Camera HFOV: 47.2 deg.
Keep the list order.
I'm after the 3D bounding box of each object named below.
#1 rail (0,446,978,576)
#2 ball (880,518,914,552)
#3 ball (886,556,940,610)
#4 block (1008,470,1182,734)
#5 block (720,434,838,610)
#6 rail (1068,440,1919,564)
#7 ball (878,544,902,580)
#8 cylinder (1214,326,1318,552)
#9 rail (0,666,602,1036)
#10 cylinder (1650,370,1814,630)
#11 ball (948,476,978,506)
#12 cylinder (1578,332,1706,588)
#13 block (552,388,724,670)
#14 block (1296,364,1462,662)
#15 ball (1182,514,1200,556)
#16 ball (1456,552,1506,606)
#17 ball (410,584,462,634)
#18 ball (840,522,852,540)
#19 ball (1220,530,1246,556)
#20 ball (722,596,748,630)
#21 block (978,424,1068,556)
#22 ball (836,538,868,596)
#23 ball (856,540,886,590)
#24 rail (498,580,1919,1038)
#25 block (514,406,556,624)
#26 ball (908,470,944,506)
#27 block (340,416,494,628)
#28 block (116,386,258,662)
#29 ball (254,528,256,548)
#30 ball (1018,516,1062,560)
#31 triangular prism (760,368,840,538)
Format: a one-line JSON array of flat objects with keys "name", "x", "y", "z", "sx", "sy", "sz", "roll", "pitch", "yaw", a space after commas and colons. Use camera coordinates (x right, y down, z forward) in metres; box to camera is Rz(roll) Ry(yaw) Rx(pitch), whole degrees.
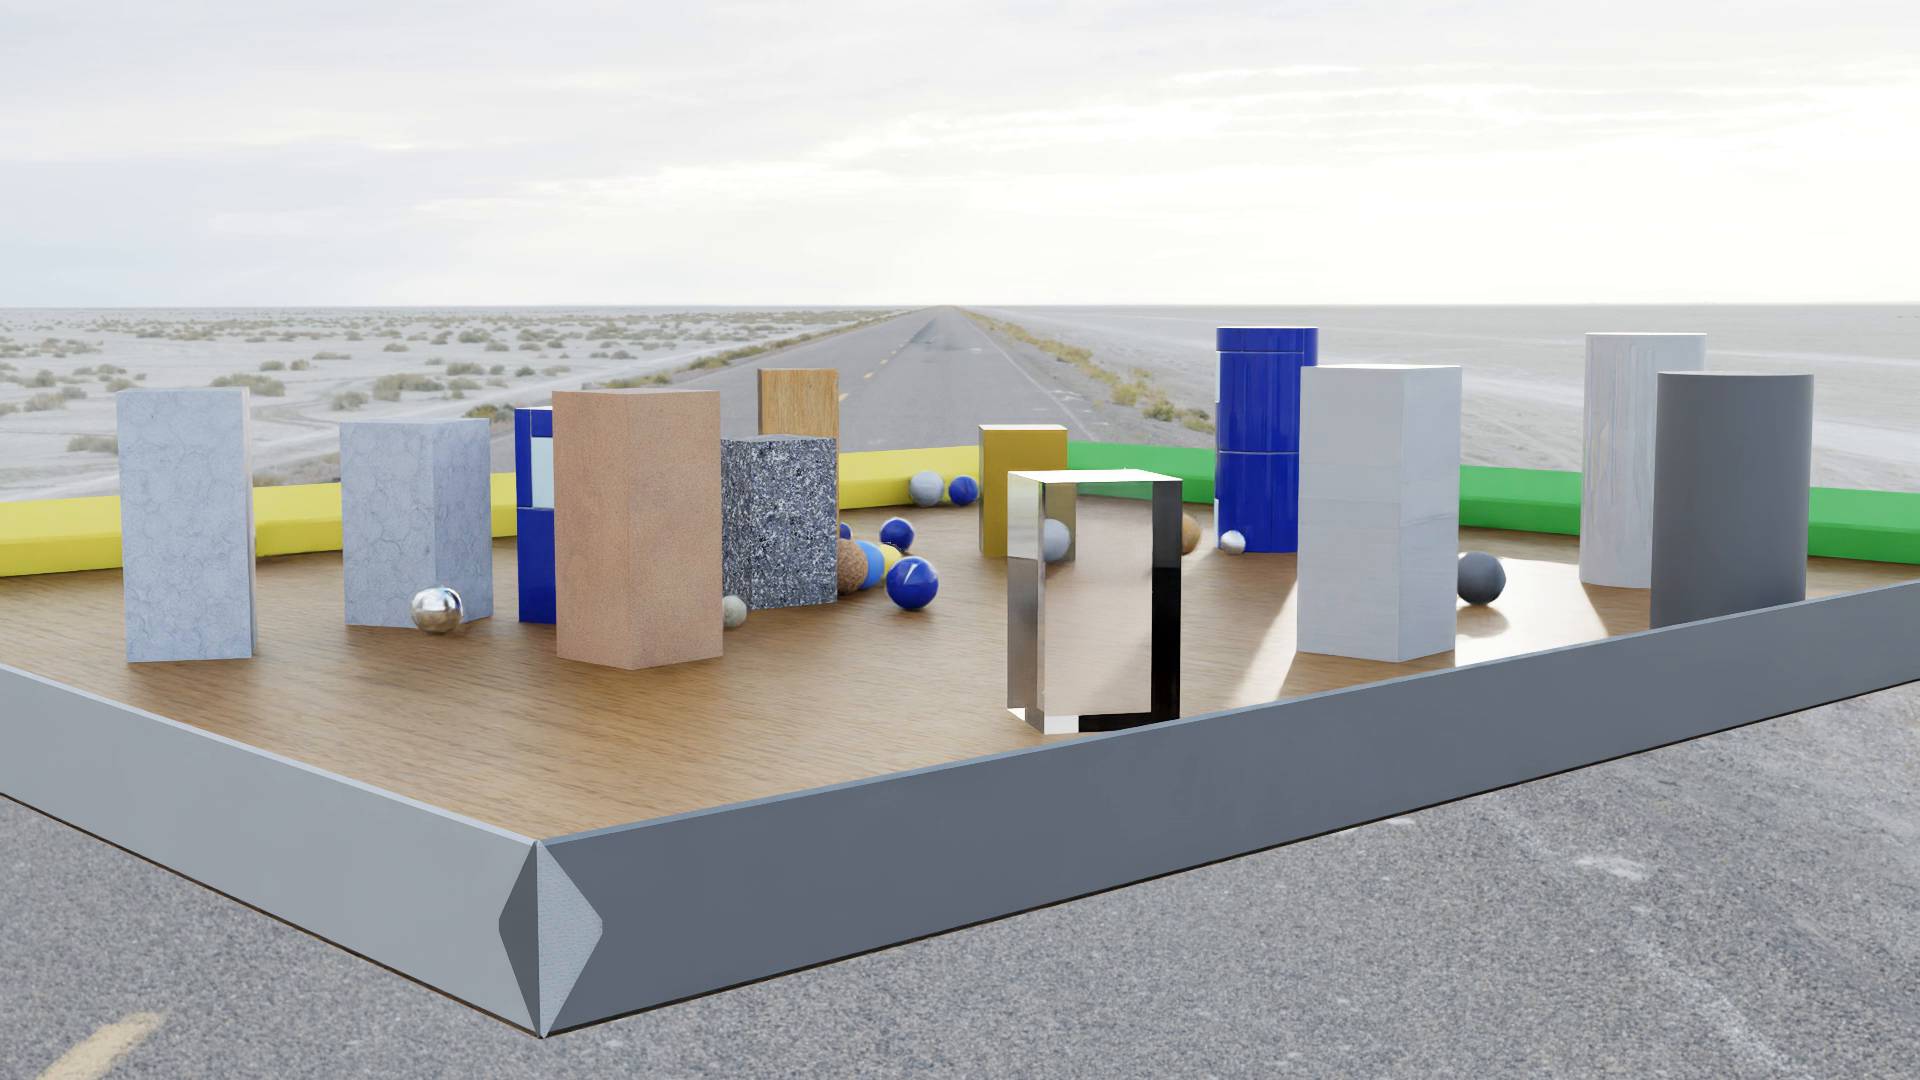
[{"name": "rail", "x": -0.868, "y": -0.068, "z": 4.268, "sx": 3.101, "sy": 0.121, "sz": 0.045, "roll": -6, "pitch": 8, "yaw": -42}, {"name": "ball", "x": -0.114, "y": -0.008, "z": 3.992, "sx": 0.063, "sy": 0.063, "sz": 0.063, "roll": 0, "pitch": 6, "yaw": 0}, {"name": "ball", "x": -0.070, "y": 0.063, "z": 3.246, "sx": 0.079, "sy": 0.079, "sz": 0.079, "roll": 0, "pitch": 6, "yaw": 0}, {"name": "block", "x": 0.143, "y": 0.062, "z": 2.374, "sx": 0.149, "sy": 0.264, "sz": 0.149, "roll": -1, "pitch": 6, "yaw": -14}, {"name": "block", "x": -0.291, "y": -0.031, "z": 3.331, "sx": 0.149, "sy": 0.248, "sz": 0.149, "roll": -5, "pitch": 8, "yaw": -37}, {"name": "rail", "x": 1.122, "y": -0.078, "z": 4.362, "sx": 0.045, "sy": 0.121, "sz": 2.607, "roll": -6, "pitch": 8, "yaw": -42}, {"name": "ball", "x": -0.123, "y": 0.037, "z": 3.596, "sx": 0.057, "sy": 0.057, "sz": 0.057, "roll": 0, "pitch": 6, "yaw": 0}, {"name": "cylinder", "x": 0.565, "y": -0.189, "z": 4.064, "sx": 0.187, "sy": 0.407, "sz": 0.187, "roll": 0, "pitch": 6, "yaw": 0}, {"name": "rail", "x": -1.122, "y": 0.141, "z": 2.303, "sx": 0.045, "sy": 0.121, "sz": 2.607, "roll": -6, "pitch": 8, "yaw": -42}, {"name": "cylinder", "x": 0.979, "y": -0.031, "z": 2.796, "sx": 0.187, "sy": 0.361, "sz": 0.187, "roll": 0, "pitch": 6, "yaw": 0}, {"name": "ball", "x": 0.009, "y": -0.111, "z": 4.931, "sx": 0.069, "sy": 0.069, "sz": 0.069, "roll": 0, "pitch": 6, "yaw": 0}, {"name": "cylinder", "x": 1.105, "y": -0.133, "z": 3.563, "sx": 0.187, "sy": 0.401, "sz": 0.187, "roll": 0, "pitch": 6, "yaw": 0}, {"name": "block", "x": -0.409, "y": -0.020, "z": 2.792, "sx": 0.149, "sy": 0.339, "sz": 0.149, "roll": 6, "pitch": 8, "yaw": 42}, {"name": "block", "x": 0.542, "y": -0.040, "z": 2.846, "sx": 0.149, "sy": 0.368, "sz": 0.149, "roll": 5, "pitch": 8, "yaw": 41}, {"name": "ball", "x": 0.389, "y": -0.009, "z": 3.927, "sx": 0.079, "sy": 0.079, "sz": 0.079, "roll": 0, "pitch": 6, "yaw": 0}, {"name": "ball", "x": 0.777, "y": 0.058, "z": 3.294, "sx": 0.080, "sy": 0.080, "sz": 0.080, "roll": 0, "pitch": 6, "yaw": 0}, {"name": "ball", "x": -0.713, "y": 0.094, "z": 2.994, "sx": 0.070, "sy": 0.070, "sz": 0.070, "roll": 0, "pitch": 6, "yaw": 0}, {"name": "ball", "x": -0.224, "y": -0.012, "z": 4.132, "sx": 0.041, "sy": 0.041, "sz": 0.041, "roll": 0, "pitch": 6, "yaw": 0}, {"name": "ball", "x": 0.491, "y": 0.005, "z": 3.954, "sx": 0.045, "sy": 0.045, "sz": 0.045, "roll": 0, "pitch": 6, "yaw": 0}, {"name": "ball", "x": -0.317, "y": 0.101, "z": 3.049, "sx": 0.046, "sy": 0.046, "sz": 0.046, "roll": 0, "pitch": 6, "yaw": 0}, {"name": "block", "x": 0.113, "y": -0.091, "z": 3.996, "sx": 0.149, "sy": 0.228, "sz": 0.149, "roll": 0, "pitch": 6, "yaw": -3}, {"name": "ball", "x": -0.186, "y": 0.042, "z": 3.400, "sx": 0.089, "sy": 0.089, "sz": 0.089, "roll": 0, "pitch": 6, "yaw": 0}, {"name": "ball", "x": -0.156, "y": 0.039, "z": 3.479, "sx": 0.077, "sy": 0.077, "sz": 0.077, "roll": 0, "pitch": 6, "yaw": 0}, {"name": "rail", "x": 0.868, "y": 0.131, "z": 2.397, "sx": 3.101, "sy": 0.121, "sz": 0.045, "roll": -6, "pitch": 8, "yaw": -42}, {"name": "block", "x": -0.527, "y": -0.038, "z": 3.143, "sx": 0.149, "sy": 0.302, "sz": 0.149, "roll": 3, "pitch": 7, "yaw": 24}, {"name": "ball", "x": -0.075, "y": -0.115, "z": 4.916, "sx": 0.081, "sy": 0.081, "sz": 0.081, "roll": 0, "pitch": 6, "yaw": 0}, {"name": "block", "x": -0.771, "y": -0.028, "z": 3.128, "sx": 0.149, "sy": 0.285, "sz": 0.149, "roll": 2, "pitch": 6, "yaw": 19}, {"name": "block", "x": -0.994, "y": -0.025, "z": 2.837, "sx": 0.149, "sy": 0.339, "sz": 0.149, "roll": -2, "pitch": 6, "yaw": -14}, {"name": "ball", "x": -1.267, "y": -0.004, "z": 3.812, "sx": 0.092, "sy": 0.092, "sz": 0.092, "roll": 0, "pitch": 6, "yaw": 0}, {"name": "ball", "x": 0.141, "y": -0.004, "z": 3.892, "sx": 0.076, "sy": 0.076, "sz": 0.076, "roll": 0, "pitch": 6, "yaw": 0}, {"name": "triangular prism", "x": -0.328, "y": -0.148, "z": 4.037, "sx": 0.162, "sy": 0.332, "sz": 0.140, "roll": -5, "pitch": 8, "yaw": -38}]
